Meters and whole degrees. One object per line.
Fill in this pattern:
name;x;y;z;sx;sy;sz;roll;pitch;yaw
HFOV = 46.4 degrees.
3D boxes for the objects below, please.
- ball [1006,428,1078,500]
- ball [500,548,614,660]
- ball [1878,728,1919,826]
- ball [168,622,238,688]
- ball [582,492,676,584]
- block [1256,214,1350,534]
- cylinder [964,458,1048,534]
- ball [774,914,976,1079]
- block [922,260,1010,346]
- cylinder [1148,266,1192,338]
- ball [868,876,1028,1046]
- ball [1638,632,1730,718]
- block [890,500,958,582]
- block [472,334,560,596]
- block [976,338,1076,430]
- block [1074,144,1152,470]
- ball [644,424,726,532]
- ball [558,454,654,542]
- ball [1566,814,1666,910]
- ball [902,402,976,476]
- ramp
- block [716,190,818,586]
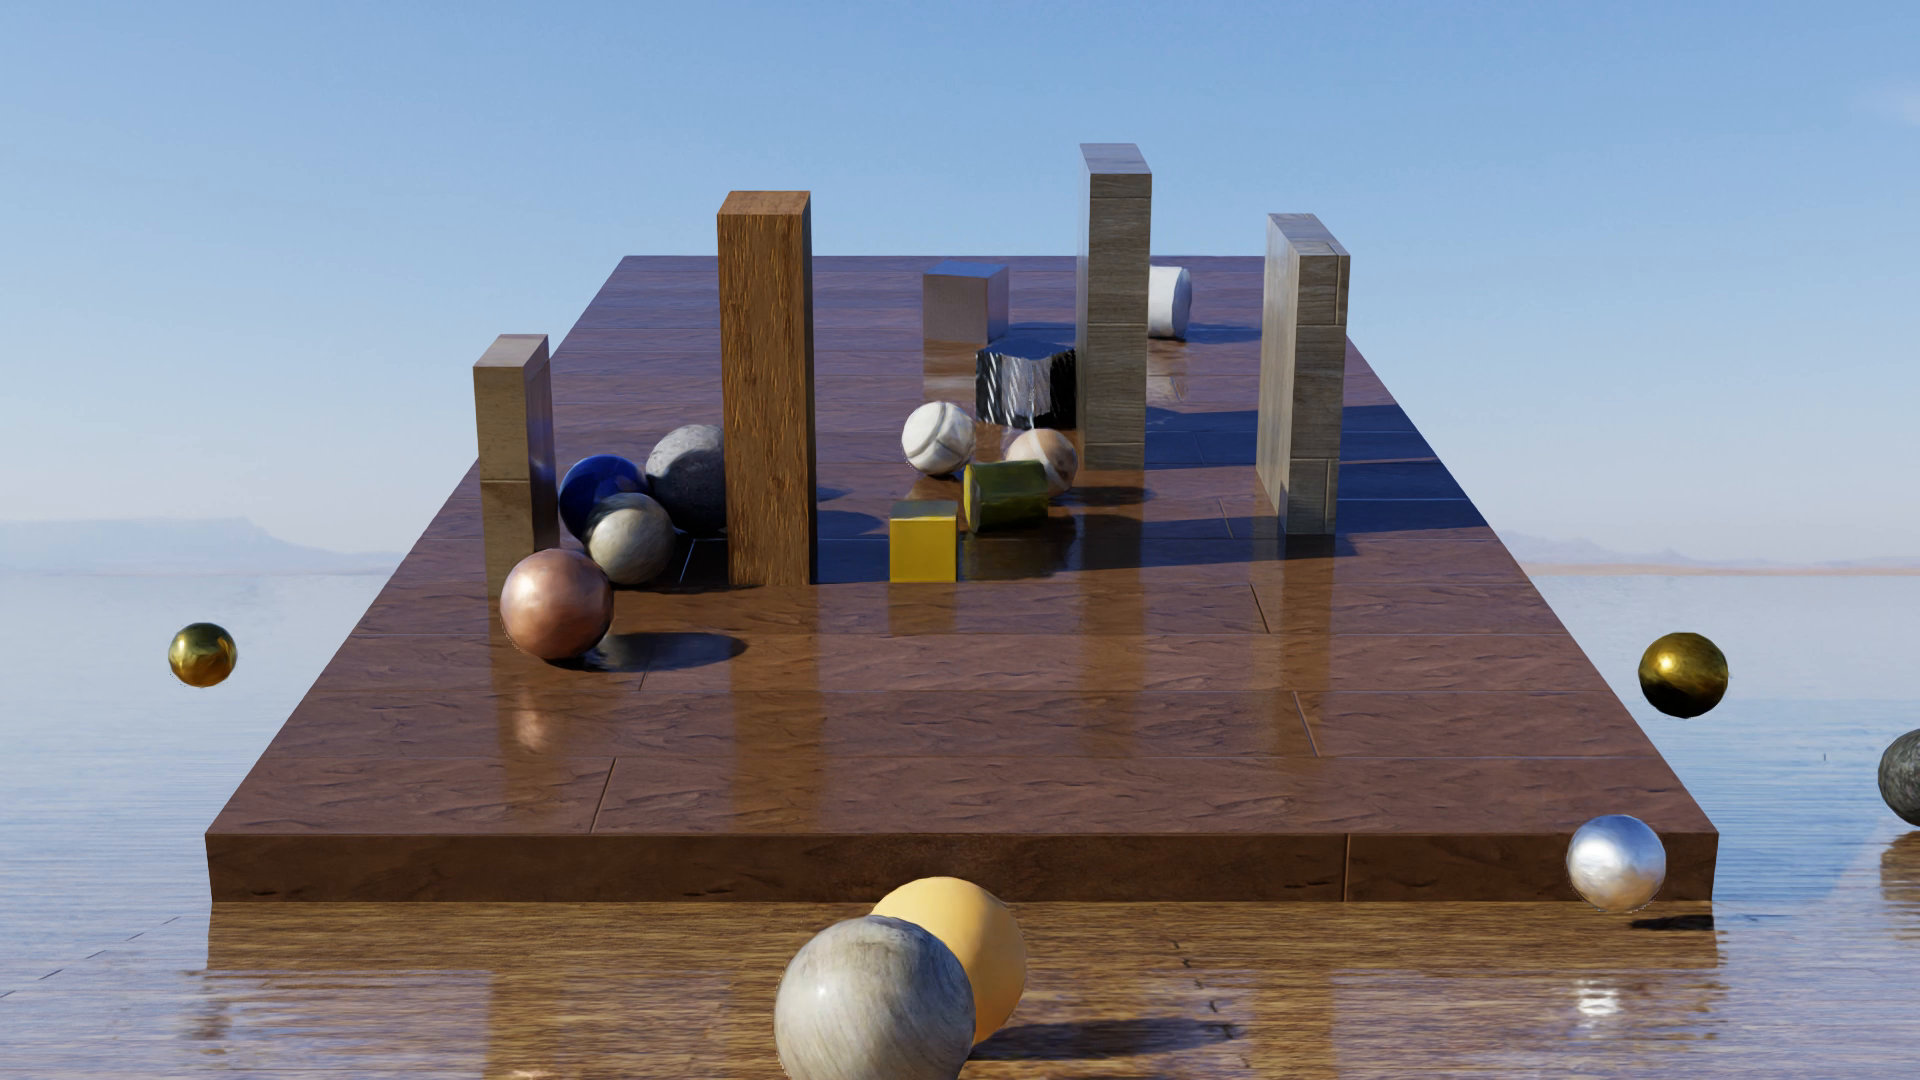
ball;0.159;-0.148;4.360;0.142;0.142;0.142;0;-1;0
ball;-0.636;0.101;3.540;0.178;0.178;0.178;0;-1;0
ball;1.662;0.408;3.830;0.172;0.172;0.172;0;-1;0
ball;-1.275;0.193;3.769;0.111;0.111;0.111;0;-1;0
ball;-0.574;-0.003;3.886;0.161;0.161;0.161;0;-1;0
block;0.653;-0.328;4.299;0.091;0.525;0.438;0;18;0
cylinder;0.085;-0.083;4.176;0.130;0.130;0.130;-5;0;-14
ball;-0.069;0.386;1.808;0.164;0.164;0.164;0;-1;0
block;0.016;-0.605;5.708;0.172;0.172;0.172;6;19;18
cylinder;0.480;-0.611;5.713;0.179;0.179;0.179;7;2;20
ball;-0.018;0.391;2.062;0.160;0.160;0.160;0;-1;0
ball;1.269;0.236;3.926;0.152;0.152;0.152;0;-1;0
block;-0.063;0.002;3.947;0.114;0.114;0.114;1;18;3
block;-0.768;-0.134;3.895;0.084;0.404;0.243;0;18;0
block;0.147;-0.344;4.933;0.158;0.158;0.158;14;23;36
block;0.315;-0.494;4.674;0.122;0.606;0.412;0;18;0
ball;-0.483;-0.114;4.159;0.203;0.203;0.203;0;-1;0
ball;-0.645;-0.070;4.075;0.173;0.173;0.173;0;-1;0
ball;0.810;0.397;2.762;0.119;0.119;0.119;0;-1;0
ball;-0.041;-0.204;4.518;0.151;0.151;0.151;0;-1;0
ramp;-0.004;-0.188;4.872;2.000;0.100;4.000;0;18;0
block;-0.332;-0.267;3.910;0.141;0.648;0.240;0;18;0
